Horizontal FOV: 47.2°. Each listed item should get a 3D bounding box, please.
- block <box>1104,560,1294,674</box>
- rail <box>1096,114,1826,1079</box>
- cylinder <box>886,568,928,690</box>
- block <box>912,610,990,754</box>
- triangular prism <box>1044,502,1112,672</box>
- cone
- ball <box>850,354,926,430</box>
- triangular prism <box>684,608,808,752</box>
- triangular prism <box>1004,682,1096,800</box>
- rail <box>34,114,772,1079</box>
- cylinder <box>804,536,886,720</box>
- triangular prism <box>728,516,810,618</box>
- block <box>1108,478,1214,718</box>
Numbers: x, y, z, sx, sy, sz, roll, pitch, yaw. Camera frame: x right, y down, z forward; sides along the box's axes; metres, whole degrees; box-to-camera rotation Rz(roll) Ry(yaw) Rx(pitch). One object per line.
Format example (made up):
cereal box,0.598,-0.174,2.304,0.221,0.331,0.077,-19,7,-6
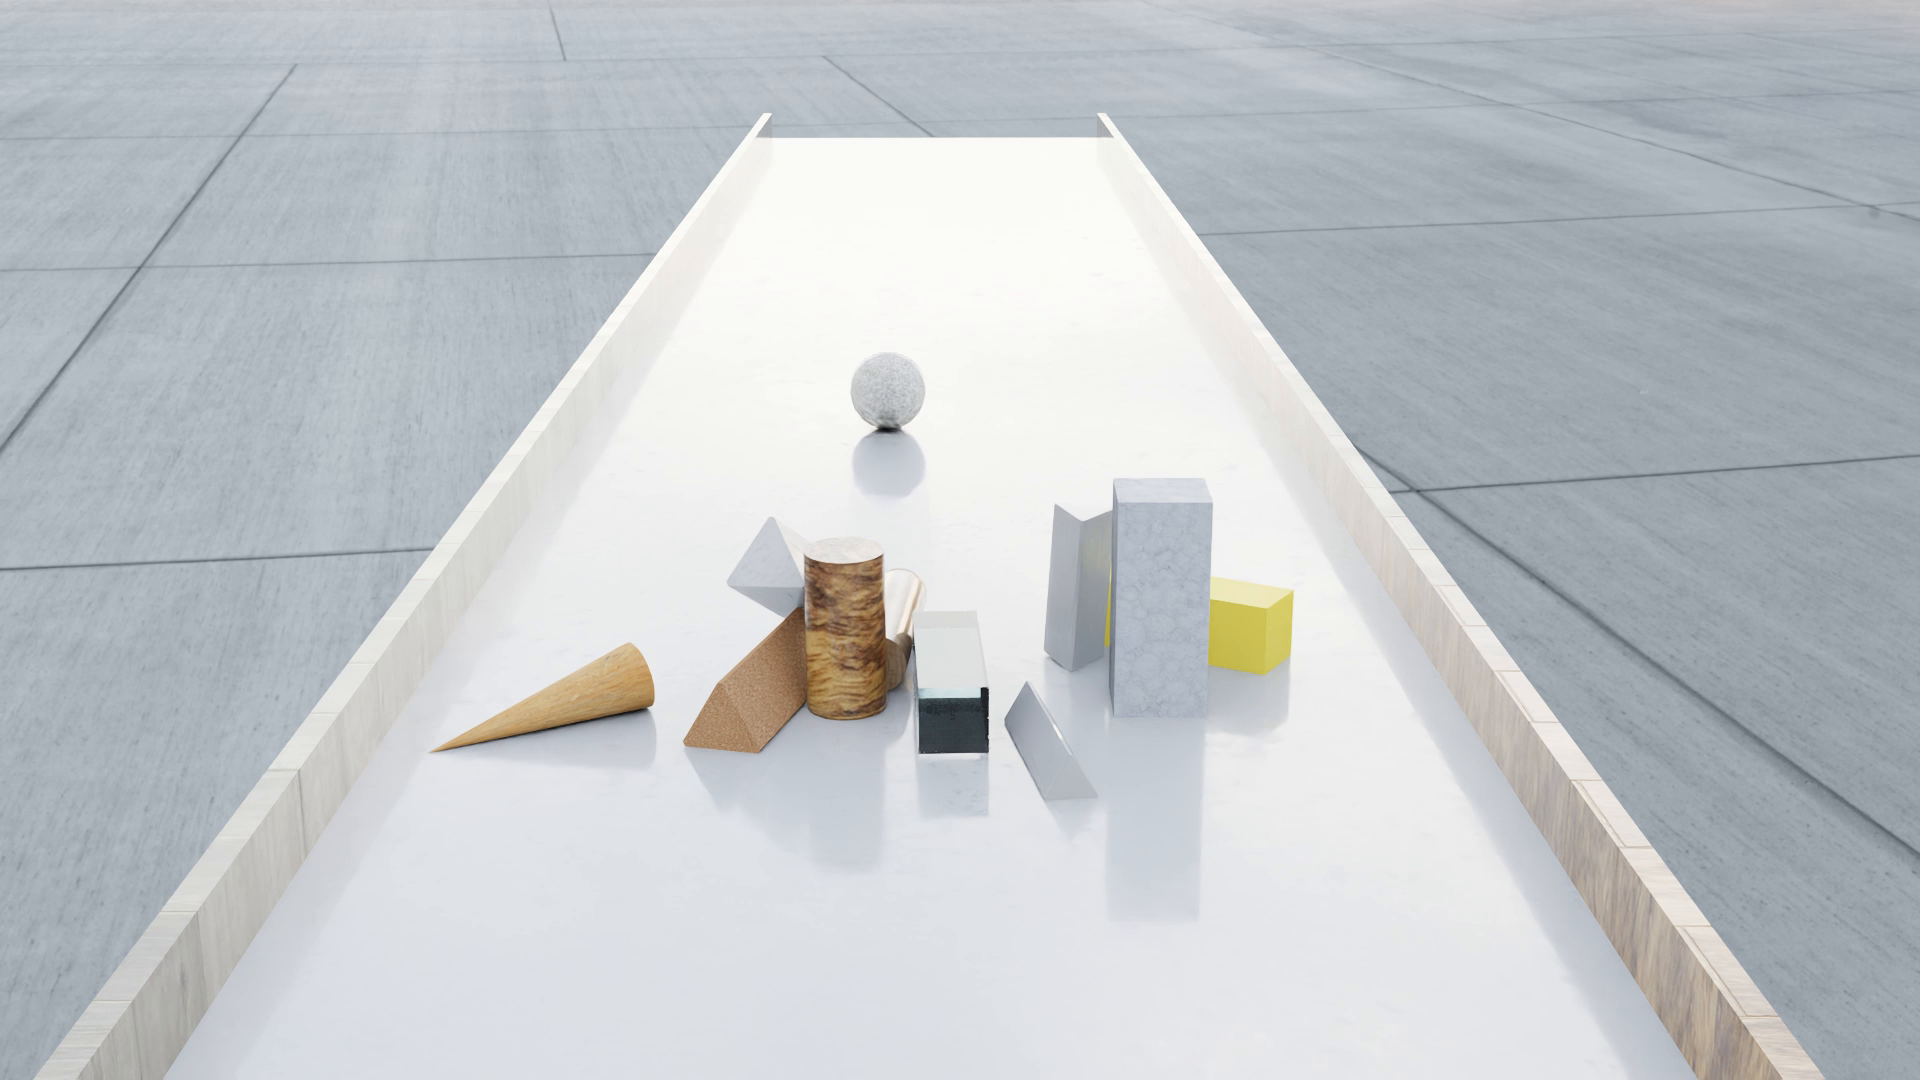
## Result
block,0.439,0.151,4.477,0.452,0.138,0.138,9,19,29
rail,0.932,-0.844,7.801,0.050,0.150,12.000,0,17,-1
cylinder,-0.143,0.177,4.430,0.116,0.116,0.436,1,17,4
block,-0.021,0.261,4.128,0.126,0.126,0.430,-1,17,-2
triangular prism,0.221,0.086,4.372,0.103,0.315,0.119,16,23,33
cone,-0.781,0.319,4.044,0.428,0.129,0.129,-20,25,-29
ball,-0.206,-0.424,6.276,0.215,0.215,0.215,0,17,0
triangular prism,-0.373,0.253,4.144,0.145,0.126,0.446,5,17,14
triangular prism,0.157,0.349,3.907,0.091,0.079,0.373,-3,17,-9
rail,-1.118,-0.838,7.780,0.050,0.150,12.000,0,17,-1
cylinder,-0.214,0.165,4.117,0.151,0.311,0.151,0,19,0
triangular prism,-0.311,0.066,4.361,0.154,0.134,0.431,1,-12,14
block,0.374,0.107,4.132,0.172,0.418,0.172,0,17,1
